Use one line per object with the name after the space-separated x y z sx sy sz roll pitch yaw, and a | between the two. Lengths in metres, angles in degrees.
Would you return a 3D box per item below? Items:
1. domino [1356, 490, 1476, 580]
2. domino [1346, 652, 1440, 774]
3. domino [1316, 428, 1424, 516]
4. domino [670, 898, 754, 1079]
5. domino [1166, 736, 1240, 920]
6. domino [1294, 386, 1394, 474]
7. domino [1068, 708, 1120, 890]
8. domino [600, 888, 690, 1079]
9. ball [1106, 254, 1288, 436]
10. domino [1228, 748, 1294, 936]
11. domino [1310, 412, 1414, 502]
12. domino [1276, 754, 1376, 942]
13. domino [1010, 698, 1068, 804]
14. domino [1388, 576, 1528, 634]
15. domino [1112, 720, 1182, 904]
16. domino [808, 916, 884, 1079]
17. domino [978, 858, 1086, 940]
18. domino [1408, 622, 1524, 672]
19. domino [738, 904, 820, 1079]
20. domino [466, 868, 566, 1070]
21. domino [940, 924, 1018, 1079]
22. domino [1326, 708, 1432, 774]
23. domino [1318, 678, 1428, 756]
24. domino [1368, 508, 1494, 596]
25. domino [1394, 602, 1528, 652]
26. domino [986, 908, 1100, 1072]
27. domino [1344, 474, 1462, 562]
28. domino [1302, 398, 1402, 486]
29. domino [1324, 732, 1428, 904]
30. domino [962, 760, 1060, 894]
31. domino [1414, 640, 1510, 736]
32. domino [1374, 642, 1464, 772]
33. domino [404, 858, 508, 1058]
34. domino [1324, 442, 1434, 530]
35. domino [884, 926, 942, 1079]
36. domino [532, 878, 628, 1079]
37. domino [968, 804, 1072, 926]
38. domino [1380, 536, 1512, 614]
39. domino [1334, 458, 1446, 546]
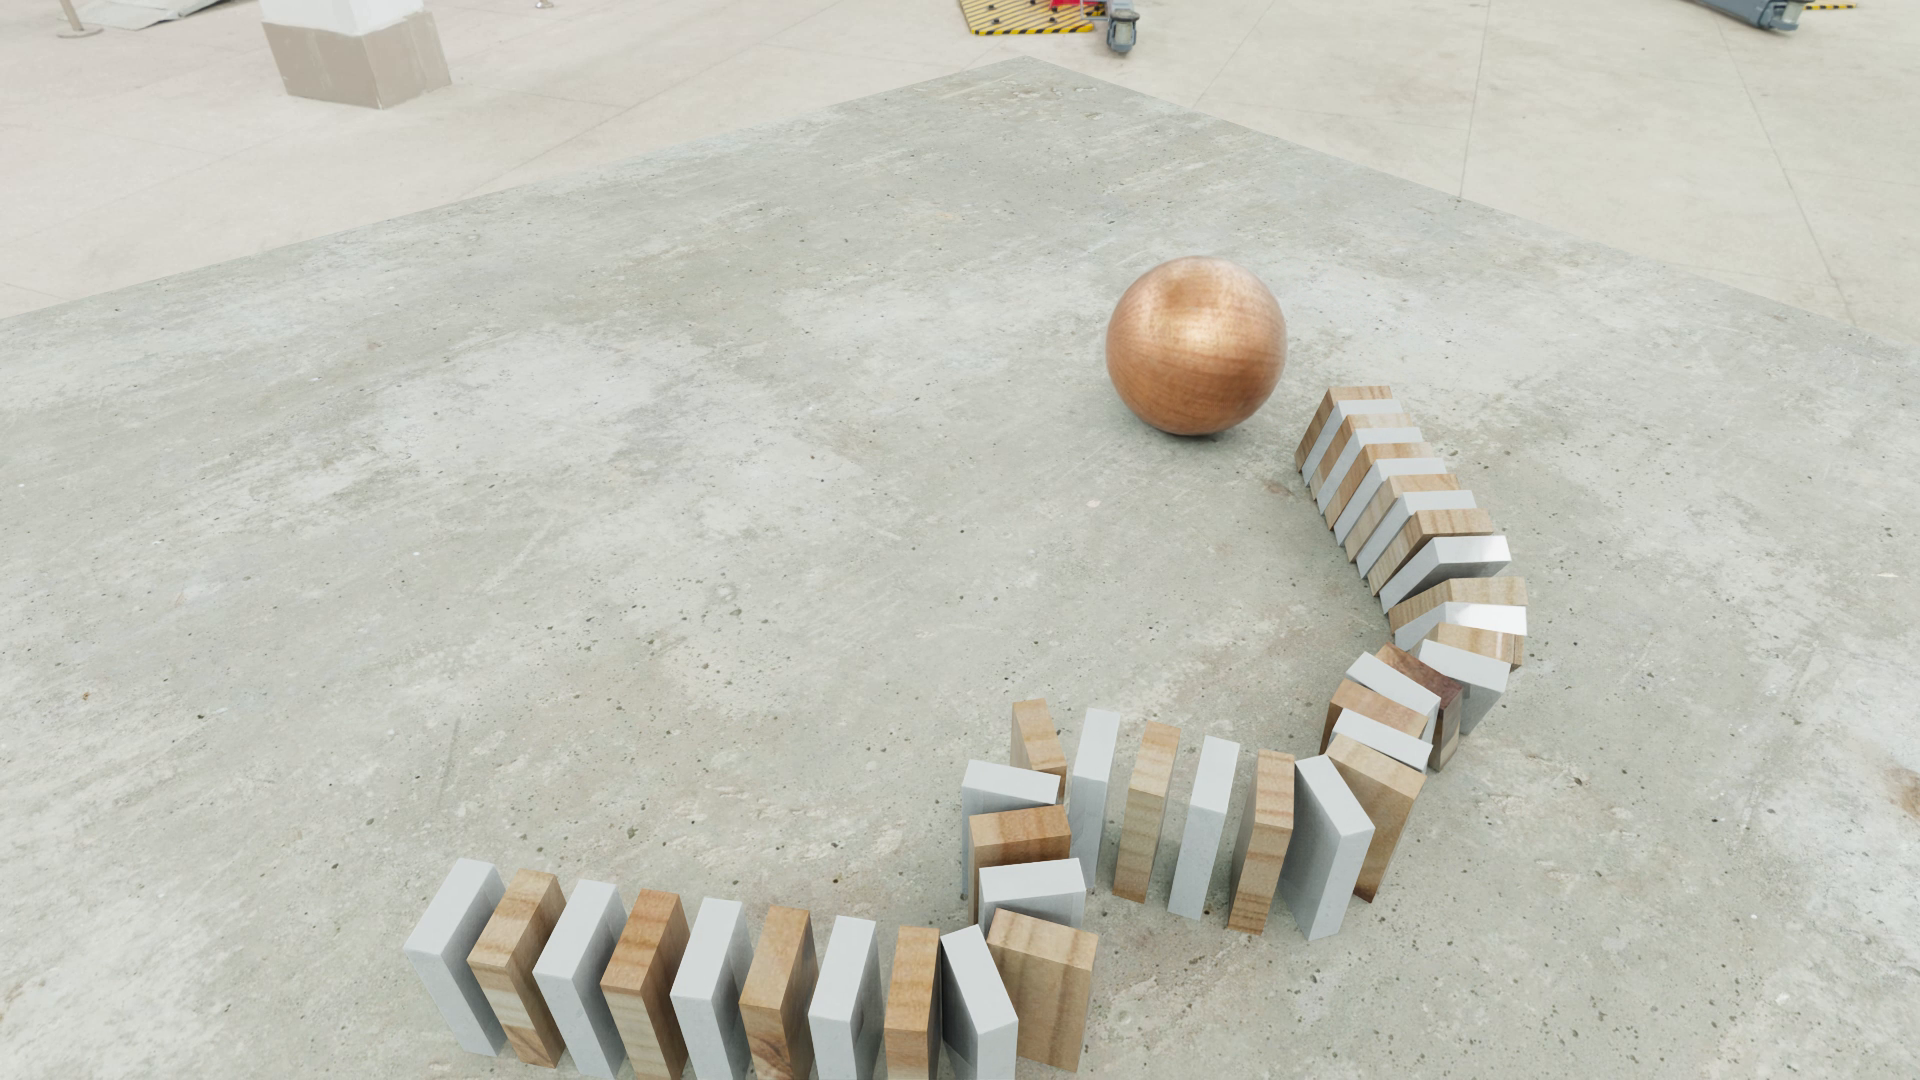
0.170 -0.001 0.413 0.025 0.050 0.010 -2 61 -2 | domino
0.132 0.058 0.341 0.010 0.050 0.025 -41 52 -17 | domino
0.165 -0.027 0.444 0.025 0.050 0.009 -2 61 -2 | domino
-0.059 0.114 0.272 0.009 0.050 0.025 5 40 6 | domino
0.069 0.082 0.311 0.009 0.050 0.025 12 41 15 | domino
0.163 -0.046 0.468 0.025 0.050 0.010 -2 61 -2 | domino
0.038 0.075 0.319 0.009 0.050 0.025 9 40 11 | domino
-0.075 0.113 0.274 0.009 0.050 0.025 6 40 7 | domino
0.106 -0.087 0.494 0.080 0.080 0.080 0 39 0 | ball
0.084 0.085 0.308 0.010 0.050 0.025 9 40 11 | domino
0.164 -0.033 0.452 0.025 0.050 0.009 -2 61 -2 | domino
0.099 0.086 0.306 0.009 0.050 0.025 -11 41 -10 | domino
0.022 0.073 0.322 0.010 0.050 0.025 -7 40 -8 | domino
0.173 0.024 0.386 0.025 0.050 0.009 -2 75 -2 | domino
0.053 0.079 0.316 0.009 0.050 0.025 13 41 15 | domino
-0.027 0.117 0.268 0.009 0.050 0.025 6 40 8 | domino
0.018 0.103 0.286 0.025 0.050 0.010 -4 40 -5 | domino
0.165 0.040 0.364 0.025 0.050 0.009 9 72 11 | domino
-0.043 0.115 0.270 0.009 0.050 0.025 6 40 7 | domino
-0.107 0.109 0.278 0.009 0.050 0.025 7 40 8 | domino
0.004 0.119 0.266 0.009 0.050 0.025 -13 41 -16 | domino
0.118 0.073 0.322 0.025 0.050 0.009 23 49 25 | domino
0.123 0.064 0.332 0.025 0.050 0.009 26 59 28 | domino
0.172 0.005 0.405 0.025 0.050 0.009 -2 61 -2 | domino
0.170 0.032 0.376 0.025 0.050 0.009 3 75 4 | domino
0.019 0.113 0.274 0.025 0.050 0.010 11 41 13 | domino
0.169 -0.008 0.421 0.025 0.050 0.010 -2 61 -2 | domino
0.163 -0.040 0.460 0.025 0.050 0.010 -2 61 -2 | domino
0.113 0.080 0.314 0.025 0.050 0.010 26 47 28 | domino
0.014 0.084 0.309 0.025 0.050 0.009 9 40 10 | domino
0.157 0.048 0.354 0.025 0.050 0.009 17 70 19 | domino
0.143 0.053 0.347 0.009 0.050 0.025 -46 53 -11 | domino
-0.123 0.107 0.281 0.009 0.050 0.025 7 40 8 | domino
0.166 -0.021 0.437 0.025 0.050 0.009 -2 61 -2 | domino
-0.011 0.119 0.266 0.010 0.050 0.025 4 39 4 | domino
-0.091 0.111 0.276 0.009 0.050 0.025 6 40 8 | domino
0.015 0.093 0.298 0.025 0.050 0.009 -5 40 -7 | domino
0.173 0.013 0.396 0.025 0.050 0.009 -2 66 -2 | domino
0.167 -0.014 0.429 0.025 0.050 0.010 -2 61 -2 | domino
